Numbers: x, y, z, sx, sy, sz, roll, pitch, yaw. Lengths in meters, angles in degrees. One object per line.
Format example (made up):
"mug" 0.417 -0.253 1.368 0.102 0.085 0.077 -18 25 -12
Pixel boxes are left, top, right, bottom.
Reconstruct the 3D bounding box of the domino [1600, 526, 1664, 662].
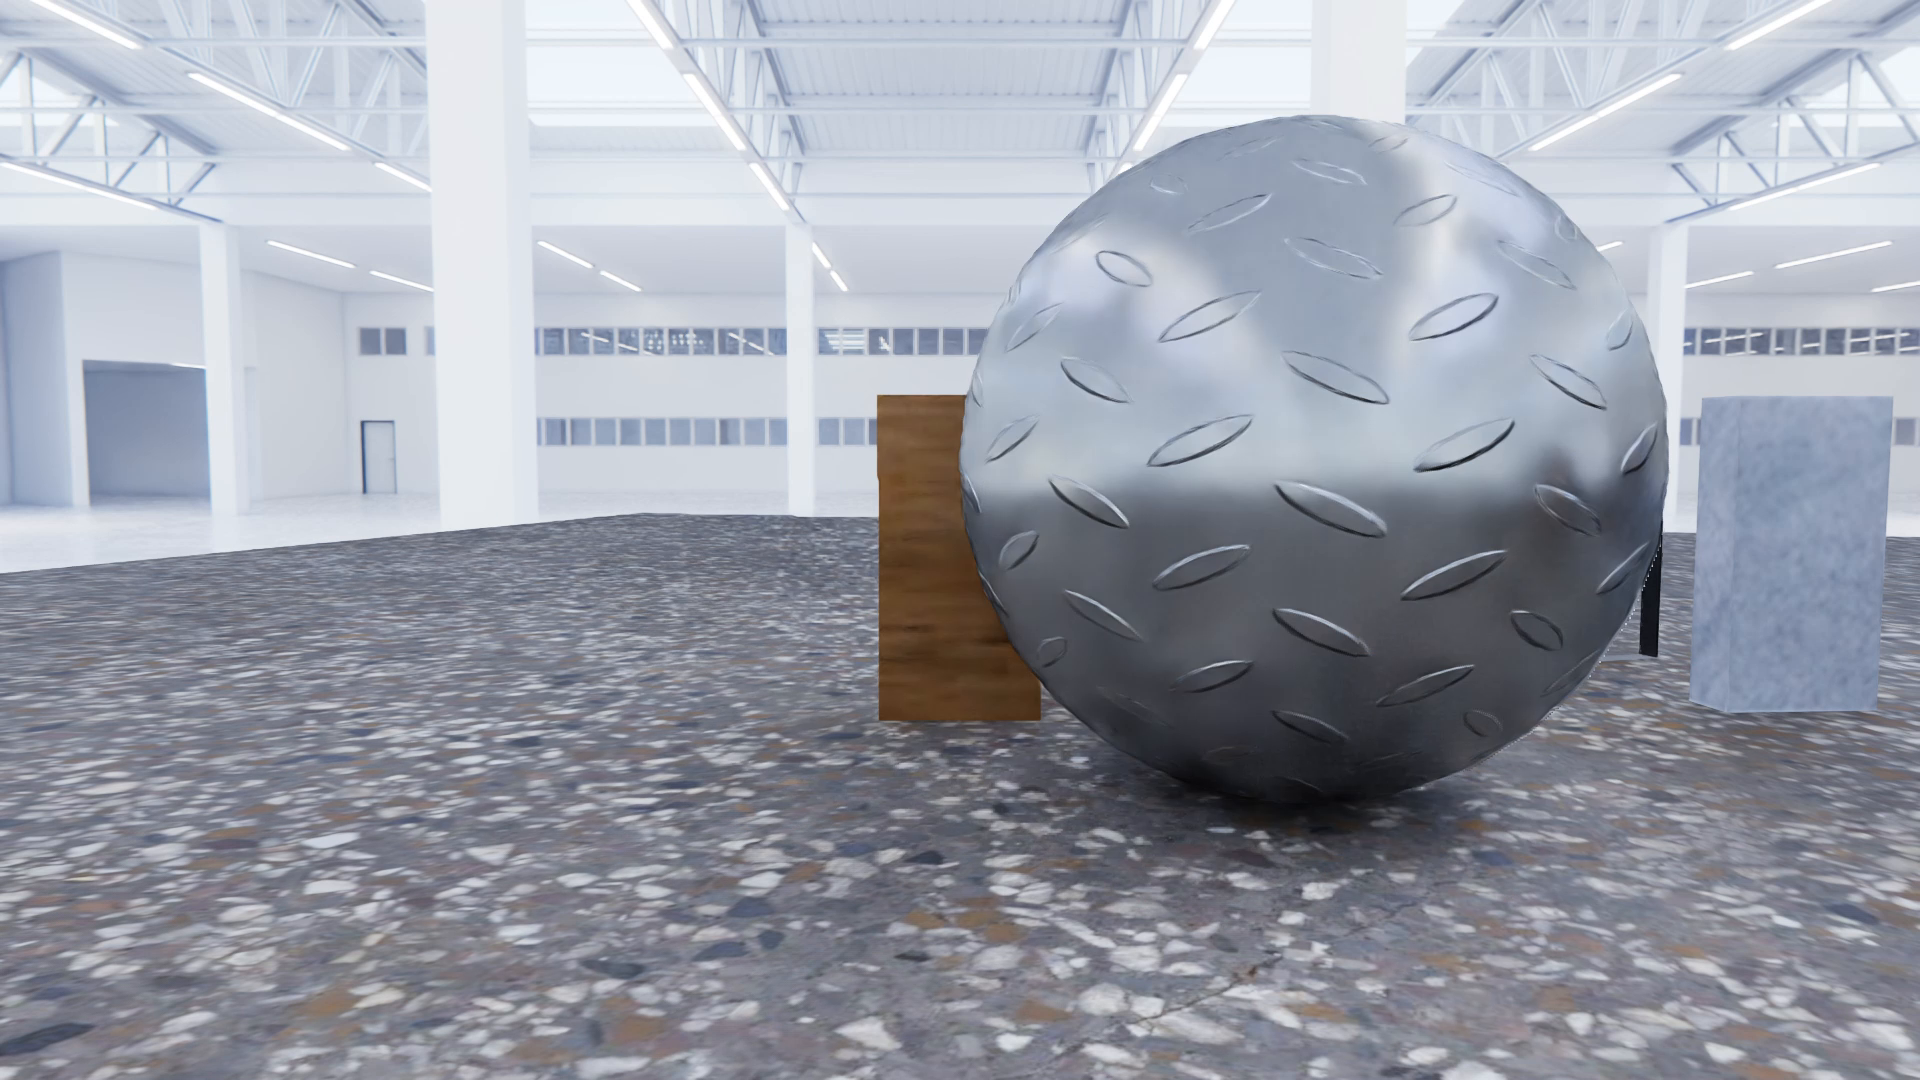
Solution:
"domino" 0.126 -0.002 0.254 0.025 0.050 0.009 -1 5 -18

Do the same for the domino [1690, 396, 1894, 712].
"domino" 0.134 0.002 0.207 0.025 0.050 0.009 0 4 -4

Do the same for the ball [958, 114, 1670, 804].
"ball" 0.040 -0.009 0.154 0.080 0.080 0.080 0 4 0

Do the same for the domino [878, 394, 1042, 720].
"domino" 0.000 0.002 0.201 0.025 0.050 0.009 0 4 0
